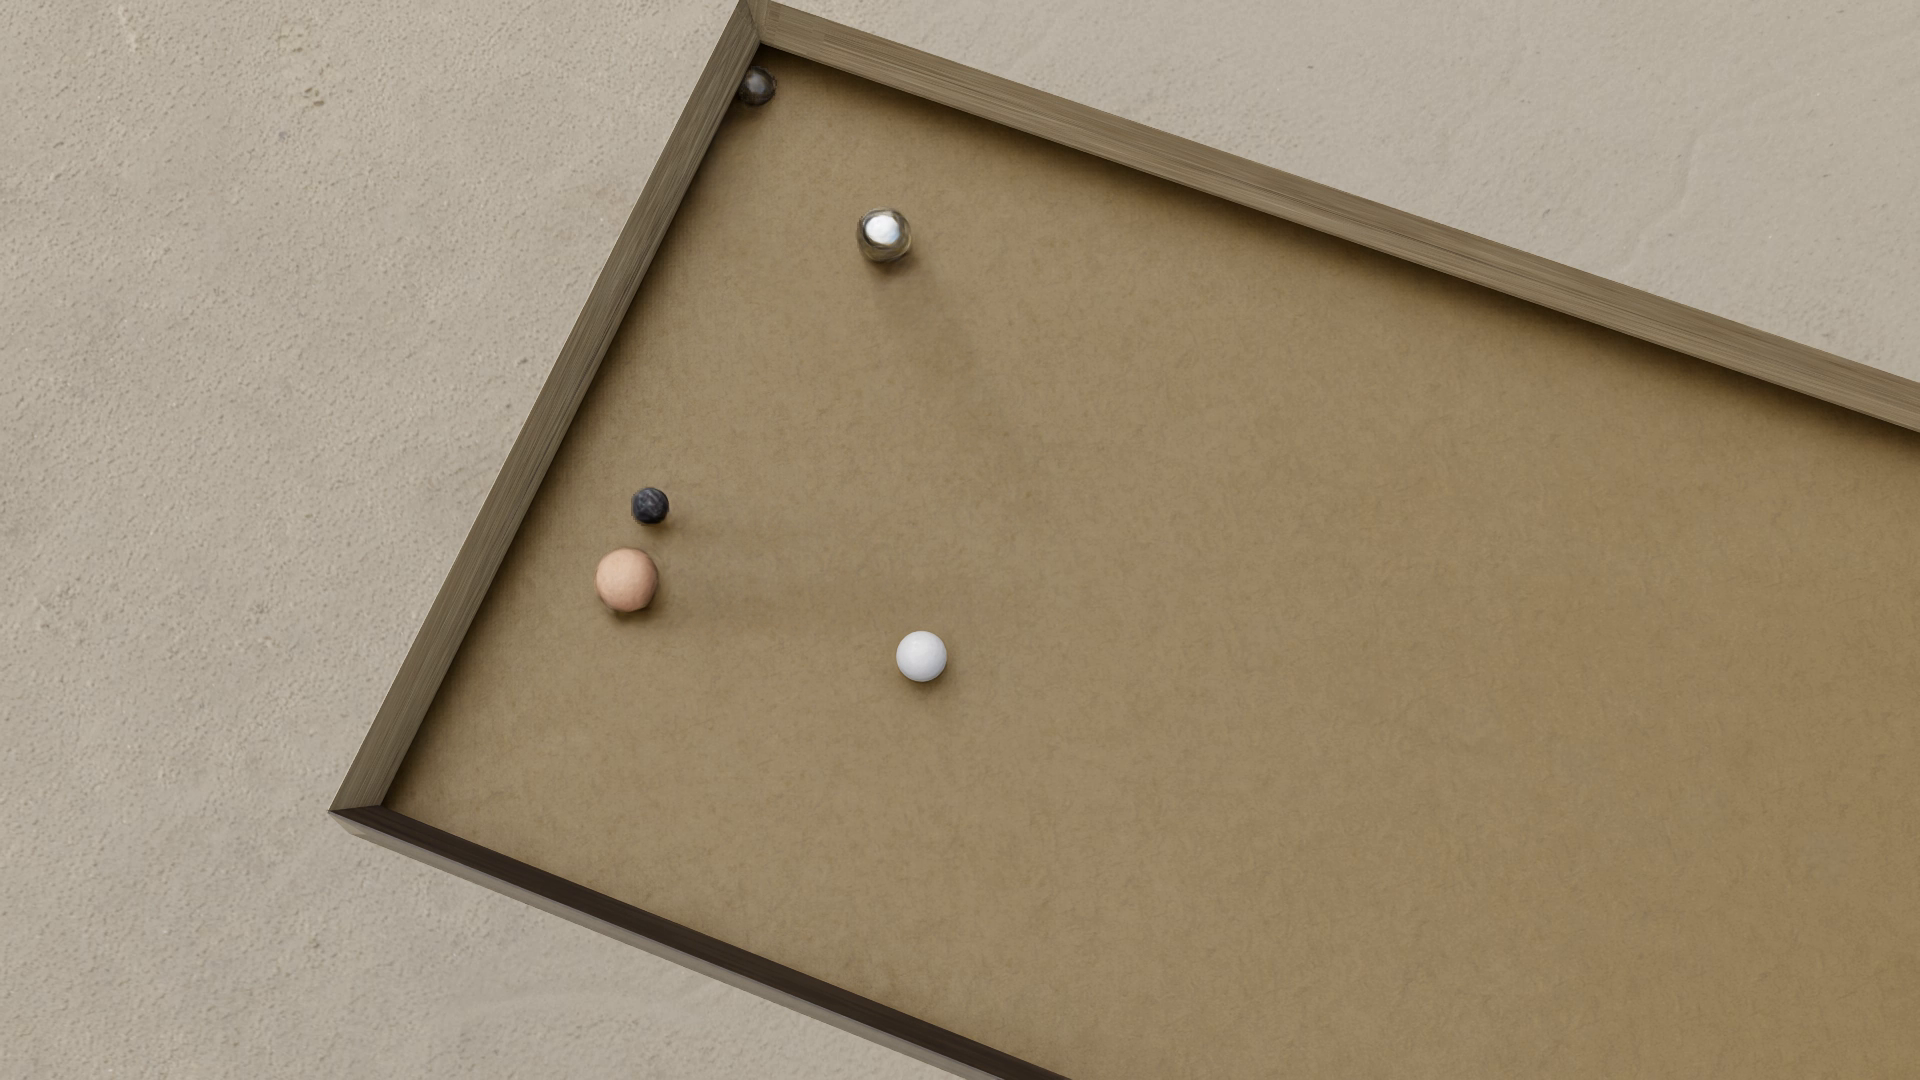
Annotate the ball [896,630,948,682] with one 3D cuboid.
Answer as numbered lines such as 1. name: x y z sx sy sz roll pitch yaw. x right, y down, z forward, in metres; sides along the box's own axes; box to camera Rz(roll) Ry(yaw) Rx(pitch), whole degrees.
1. ball: -0.059 0.180 3.396 0.079 0.079 0.079 0 69 0

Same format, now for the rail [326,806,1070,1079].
1. rail: 0.377 0.872 3.098 2.782 0.129 0.045 20 70 8

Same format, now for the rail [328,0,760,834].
1. rail: -0.626 -0.237 3.531 0.045 0.129 1.534 20 70 8

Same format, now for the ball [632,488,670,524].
1. ball: -0.492 -0.054 3.499 0.058 0.058 0.058 0 69 0

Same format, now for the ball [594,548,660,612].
1. ball: -0.520 0.062 3.431 0.100 0.100 0.100 0 69 0

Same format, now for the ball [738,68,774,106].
1. ball: -0.350 -0.778 3.778 0.064 0.064 0.064 0 69 0

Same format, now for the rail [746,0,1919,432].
1. rail: 0.918 -0.418 3.602 2.782 0.129 0.045 20 70 8

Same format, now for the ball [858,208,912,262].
1. ball: -0.126 -0.507 3.658 0.090 0.090 0.090 0 69 0
